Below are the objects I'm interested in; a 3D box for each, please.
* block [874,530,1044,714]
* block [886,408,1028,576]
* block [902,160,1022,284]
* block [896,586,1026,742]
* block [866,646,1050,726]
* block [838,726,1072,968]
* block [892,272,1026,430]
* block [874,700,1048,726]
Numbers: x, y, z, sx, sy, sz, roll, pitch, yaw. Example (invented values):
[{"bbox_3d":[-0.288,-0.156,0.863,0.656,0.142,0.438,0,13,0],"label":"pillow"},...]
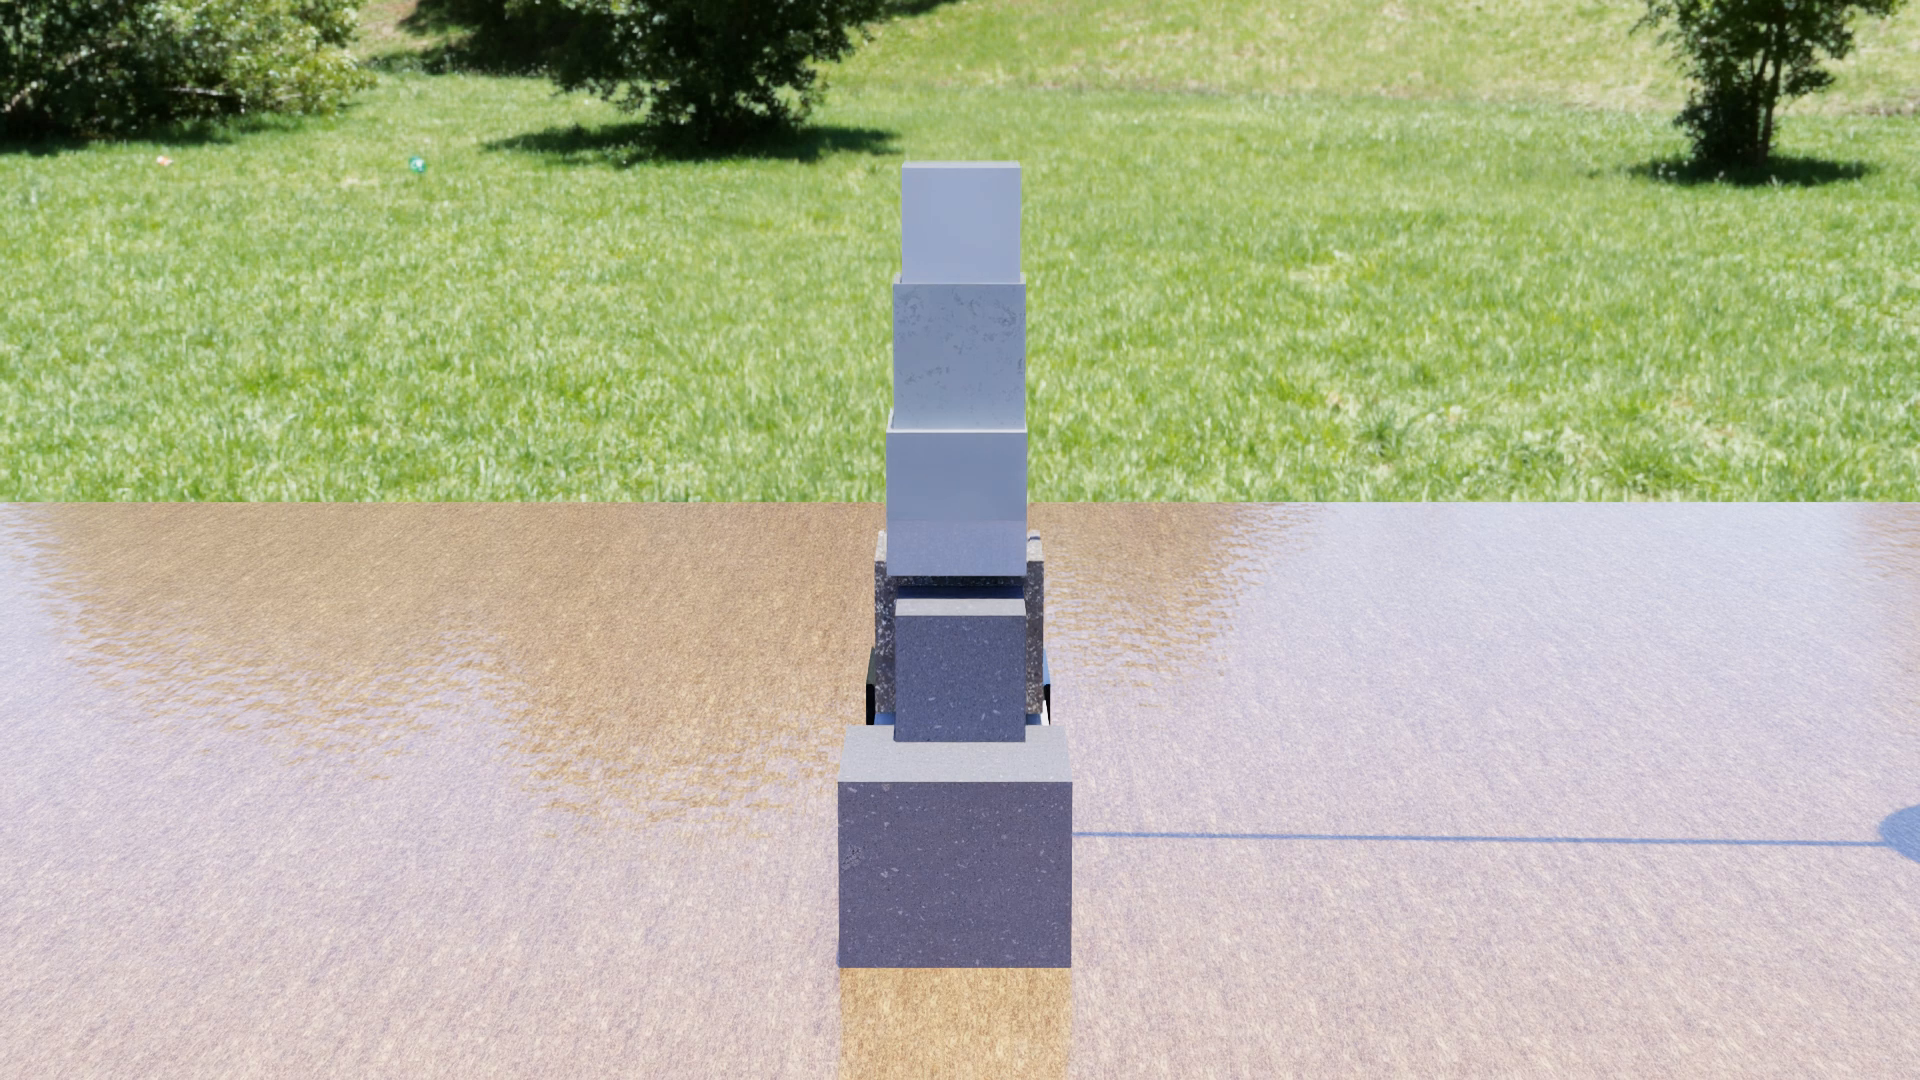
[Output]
[{"bbox_3d":[-0.004,0.356,11.556,0.737,0.684,0.709,0,11,0],"label":"block"},{"bbox_3d":[-0.014,-0.217,11.122,0.592,0.612,0.688,0,11,0],"label":"block"},{"bbox_3d":[0.005,-1.354,10.892,0.495,0.480,0.501,0,11,0],"label":"block"},{"bbox_3d":[0.003,0.520,10.909,0.539,0.540,0.615,0,10,0],"label":"block"},{"bbox_3d":[-0.008,0.955,12.235,0.850,0.743,0.799,0,10,0],"label":"block"},{"bbox_3d":[-0.019,1.246,10.568,0.923,0.767,0.881,0,10,0],"label":"block"},{"bbox_3d":[-0.002,-0.818,11.000,0.555,0.613,0.517,0,11,0],"label":"block"},{"bbox_3d":[0.006,1.138,11.429,0.773,0.672,0.832,0,10,0],"label":"block"}]
